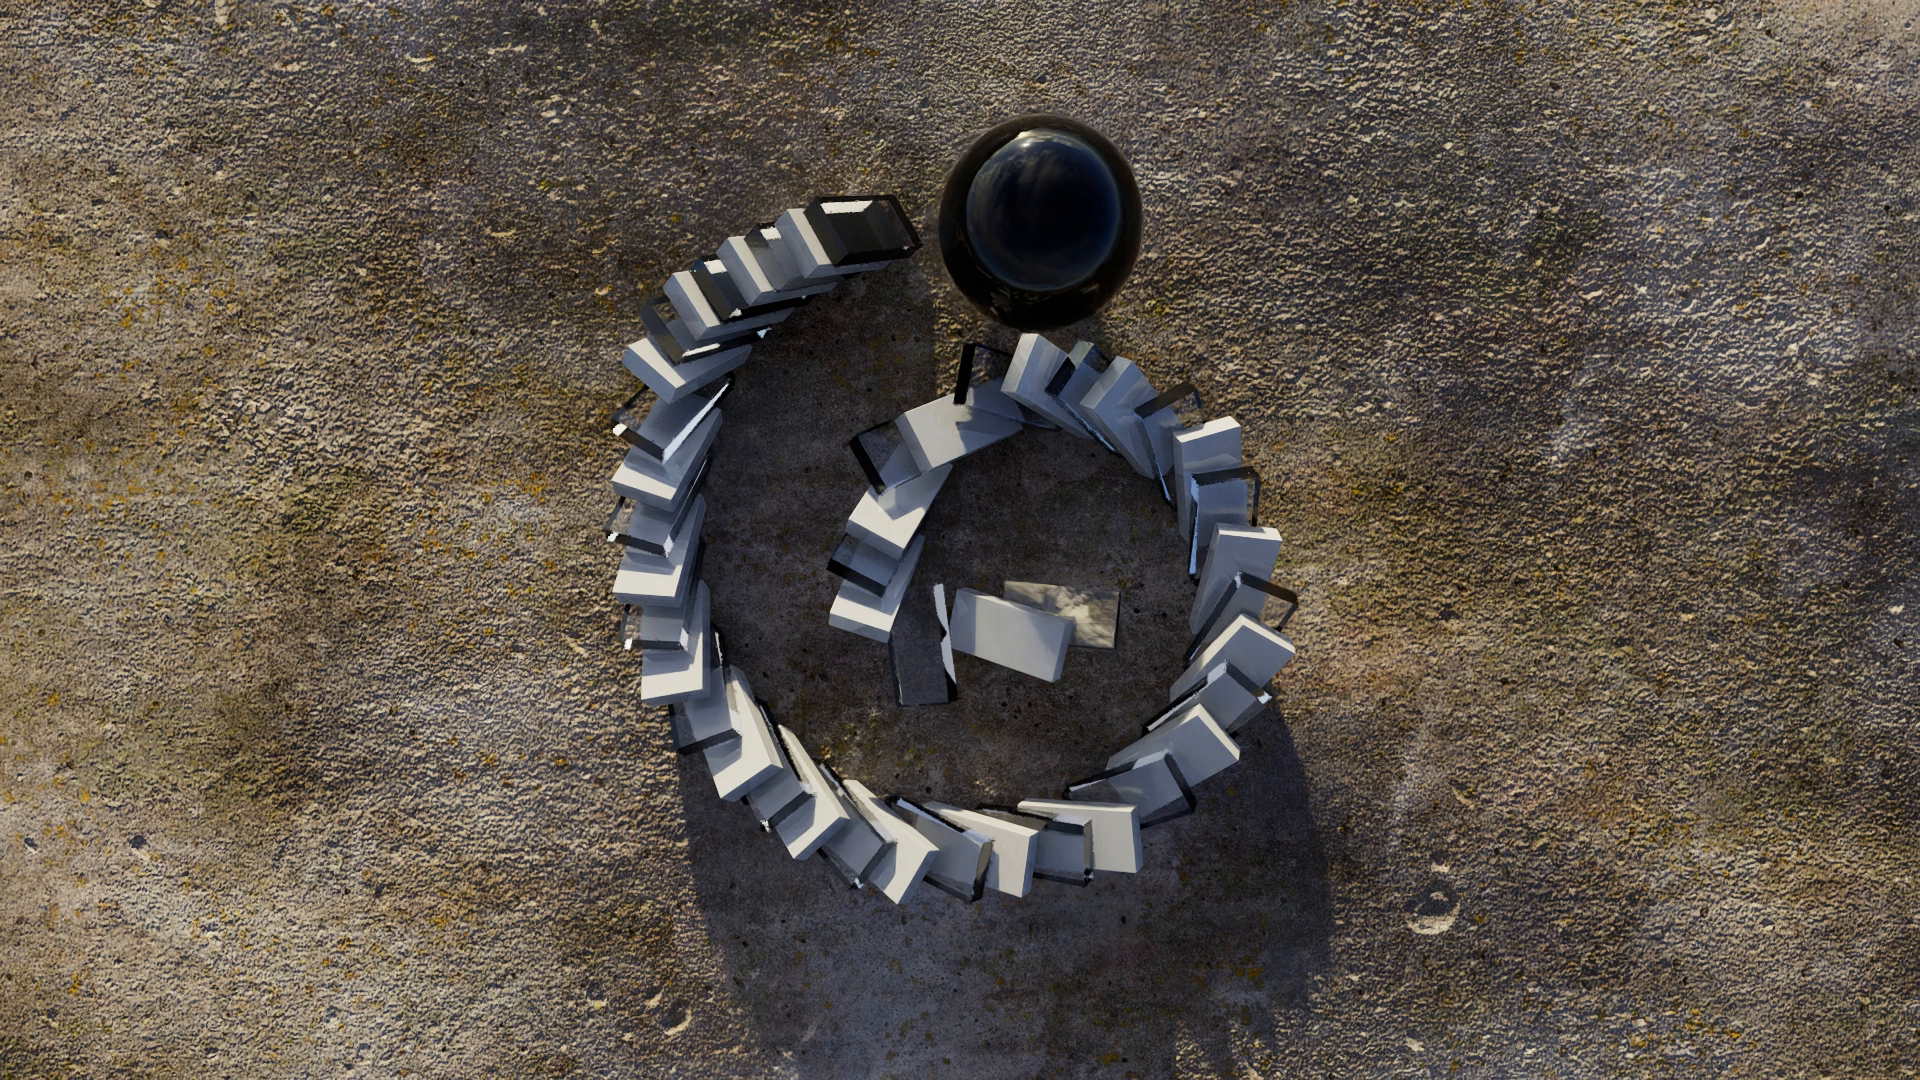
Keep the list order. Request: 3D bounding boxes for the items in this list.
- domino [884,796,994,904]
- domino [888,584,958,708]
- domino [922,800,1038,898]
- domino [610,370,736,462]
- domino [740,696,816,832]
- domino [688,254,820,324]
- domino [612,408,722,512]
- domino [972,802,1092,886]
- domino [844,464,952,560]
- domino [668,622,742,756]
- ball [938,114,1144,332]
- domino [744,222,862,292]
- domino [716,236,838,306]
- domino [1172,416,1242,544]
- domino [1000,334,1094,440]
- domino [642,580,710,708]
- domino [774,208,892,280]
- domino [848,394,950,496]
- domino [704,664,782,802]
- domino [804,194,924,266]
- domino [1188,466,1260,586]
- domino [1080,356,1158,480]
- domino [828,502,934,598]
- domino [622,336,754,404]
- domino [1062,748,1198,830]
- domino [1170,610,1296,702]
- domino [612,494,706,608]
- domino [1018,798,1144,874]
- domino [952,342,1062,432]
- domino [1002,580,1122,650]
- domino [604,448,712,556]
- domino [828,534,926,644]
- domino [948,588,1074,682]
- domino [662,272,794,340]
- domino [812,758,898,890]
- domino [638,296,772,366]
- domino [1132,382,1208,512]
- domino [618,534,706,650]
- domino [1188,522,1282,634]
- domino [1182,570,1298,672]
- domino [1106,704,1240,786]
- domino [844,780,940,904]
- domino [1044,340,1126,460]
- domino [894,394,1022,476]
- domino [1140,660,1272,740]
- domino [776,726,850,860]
[{"bbox_3d":[-0.011,0.128,0.382,0.050,0.010,0.025,14,93,33],"label":"domino"},{"bbox_3d":[-0.017,0.045,0.391,0.025,0.009,0.050,-8,90,23],"label":"domino"},{"bbox_3d":[0.007,0.129,0.384,0.050,0.009,0.025,8,90,28],"label":"domino"},{"bbox_3d":[-0.119,-0.058,0.382,0.025,0.010,0.050,31,56,1],"label":"domino"},{"bbox_3d":[-0.083,0.093,0.382,0.025,0.010,0.050,-39,57,2],"label":"domino"},{"bbox_3d":[-0.084,-0.106,0.378,0.010,0.050,0.025,-32,90,40],"label":"domino"},{"bbox_3d":[-0.121,-0.037,0.383,0.025,0.010,0.050,18,57,0],"label":"domino"},{"bbox_3d":[0.030,0.127,0.384,0.050,0.009,0.025,-1,91,28],"label":"domino"},{"bbox_3d":[-0.025,-0.018,0.381,0.025,0.009,0.050,29,54,0],"label":"domino"},{"bbox_3d":[-0.109,0.062,0.383,0.025,0.010,0.050,-21,59,1],"label":"domino"},{"bbox_3d":[0.031,-0.123,0.360,0.080,0.080,0.080,0,90,0],"label":"ball"},{"bbox_3d":[-0.062,-0.118,0.378,0.010,0.050,0.025,-32,90,39],"label":"domino"},{"bbox_3d":[-0.073,-0.113,0.378,0.010,0.050,0.025,-32,90,39],"label":"domino"},{"bbox_3d":[0.104,-0.024,0.381,0.025,0.010,0.050,-16,124,-4],"label":"domino"},{"bbox_3d":[0.041,-0.063,0.380,0.050,0.010,0.025,23,87,-39],"label":"domino"},{"bbox_3d":[-0.118,0.043,0.383,0.025,0.009,0.050,-10,60,1],"label":"domino"},{"bbox_3d":[-0.050,-0.123,0.378,0.009,0.050,0.025,-30,90,39],"label":"domino"},{"bbox_3d":[-0.019,-0.040,0.382,0.050,0.010,0.025,-29,87,-32],"label":"domino"},{"bbox_3d":[-0.095,0.080,0.382,0.025,0.010,0.050,-35,58,4],"label":"domino"},{"bbox_3d":[-0.039,-0.128,0.378,0.010,0.050,0.025,-30,90,39],"label":"domino"},{"bbox_3d":[0.110,-0.005,0.382,0.025,0.009,0.050,-8,123,-2],"label":"domino"},{"bbox_3d":[0.073,-0.050,0.380,0.025,0.010,0.050,-51,128,-3],"label":"domino"},{"bbox_3d":[-0.032,-0.003,0.381,0.025,0.010,0.050,27,54,1],"label":"domino"},{"bbox_3d":[-0.111,-0.076,0.378,0.025,0.050,0.009,41,130,0],"label":"domino"},{"bbox_3d":[0.070,0.108,0.384,0.050,0.009,0.025,-29,90,29],"label":"domino"},{"bbox_3d":[0.112,0.055,0.381,0.025,0.009,0.050,29,122,-6],"label":"domino"},{"bbox_3d":[-0.124,0.003,0.382,0.025,0.010,0.050,4,58,1],"label":"domino"},{"bbox_3d":[0.050,0.123,0.384,0.050,0.009,0.025,-5,90,28],"label":"domino"},{"bbox_3d":[0.023,-0.063,0.383,0.050,0.010,0.025,10,90,-32],"label":"domino"},{"bbox_3d":[0.043,0.032,0.395,0.050,0.009,0.025,6,90,0],"label":"domino"},{"bbox_3d":[-0.125,-0.019,0.383,0.025,0.010,0.050,16,59,0],"label":"domino"},{"bbox_3d":[-0.034,0.016,0.381,0.025,0.009,0.050,18,53,2],"label":"domino"},{"bbox_3d":[0.020,0.039,0.383,0.050,0.010,0.025,16,100,25],"label":"domino"},{"bbox_3d":[-0.094,-0.100,0.378,0.009,0.050,0.025,-33,90,40],"label":"domino"},{"bbox_3d":[-0.052,0.118,0.383,0.050,0.009,0.025,39,93,31],"label":"domino"},{"bbox_3d":[-0.104,-0.090,0.378,0.010,0.050,0.025,-35,90,40],"label":"domino"},{"bbox_3d":[0.092,-0.038,0.382,0.025,0.010,0.050,-29,125,-1],"label":"domino"},{"bbox_3d":[-0.124,0.021,0.384,0.025,0.010,0.050,2,61,0],"label":"domino"},{"bbox_3d":[0.114,0.018,0.383,0.025,0.010,0.050,6,121,0],"label":"domino"},{"bbox_3d":[0.116,0.039,0.382,0.025,0.010,0.050,22,123,-2],"label":"domino"},{"bbox_3d":[0.088,0.092,0.383,0.025,0.010,0.050,48,120,-3],"label":"domino"},{"bbox_3d":[-0.035,0.125,0.383,0.050,0.009,0.025,30,90,31],"label":"domino"},{"bbox_3d":[0.059,-0.058,0.381,0.050,0.009,0.025,35,89,-38],"label":"domino"},{"bbox_3d":[0.000,-0.048,0.383,0.050,0.009,0.025,-27,90,-32],"label":"domino"},{"bbox_3d":[0.102,0.074,0.382,0.025,0.010,0.050,40,121,-4],"label":"domino"},{"bbox_3d":[-0.070,0.105,0.383,0.025,0.009,0.050,-43,59,0],"label":"domino"}]
